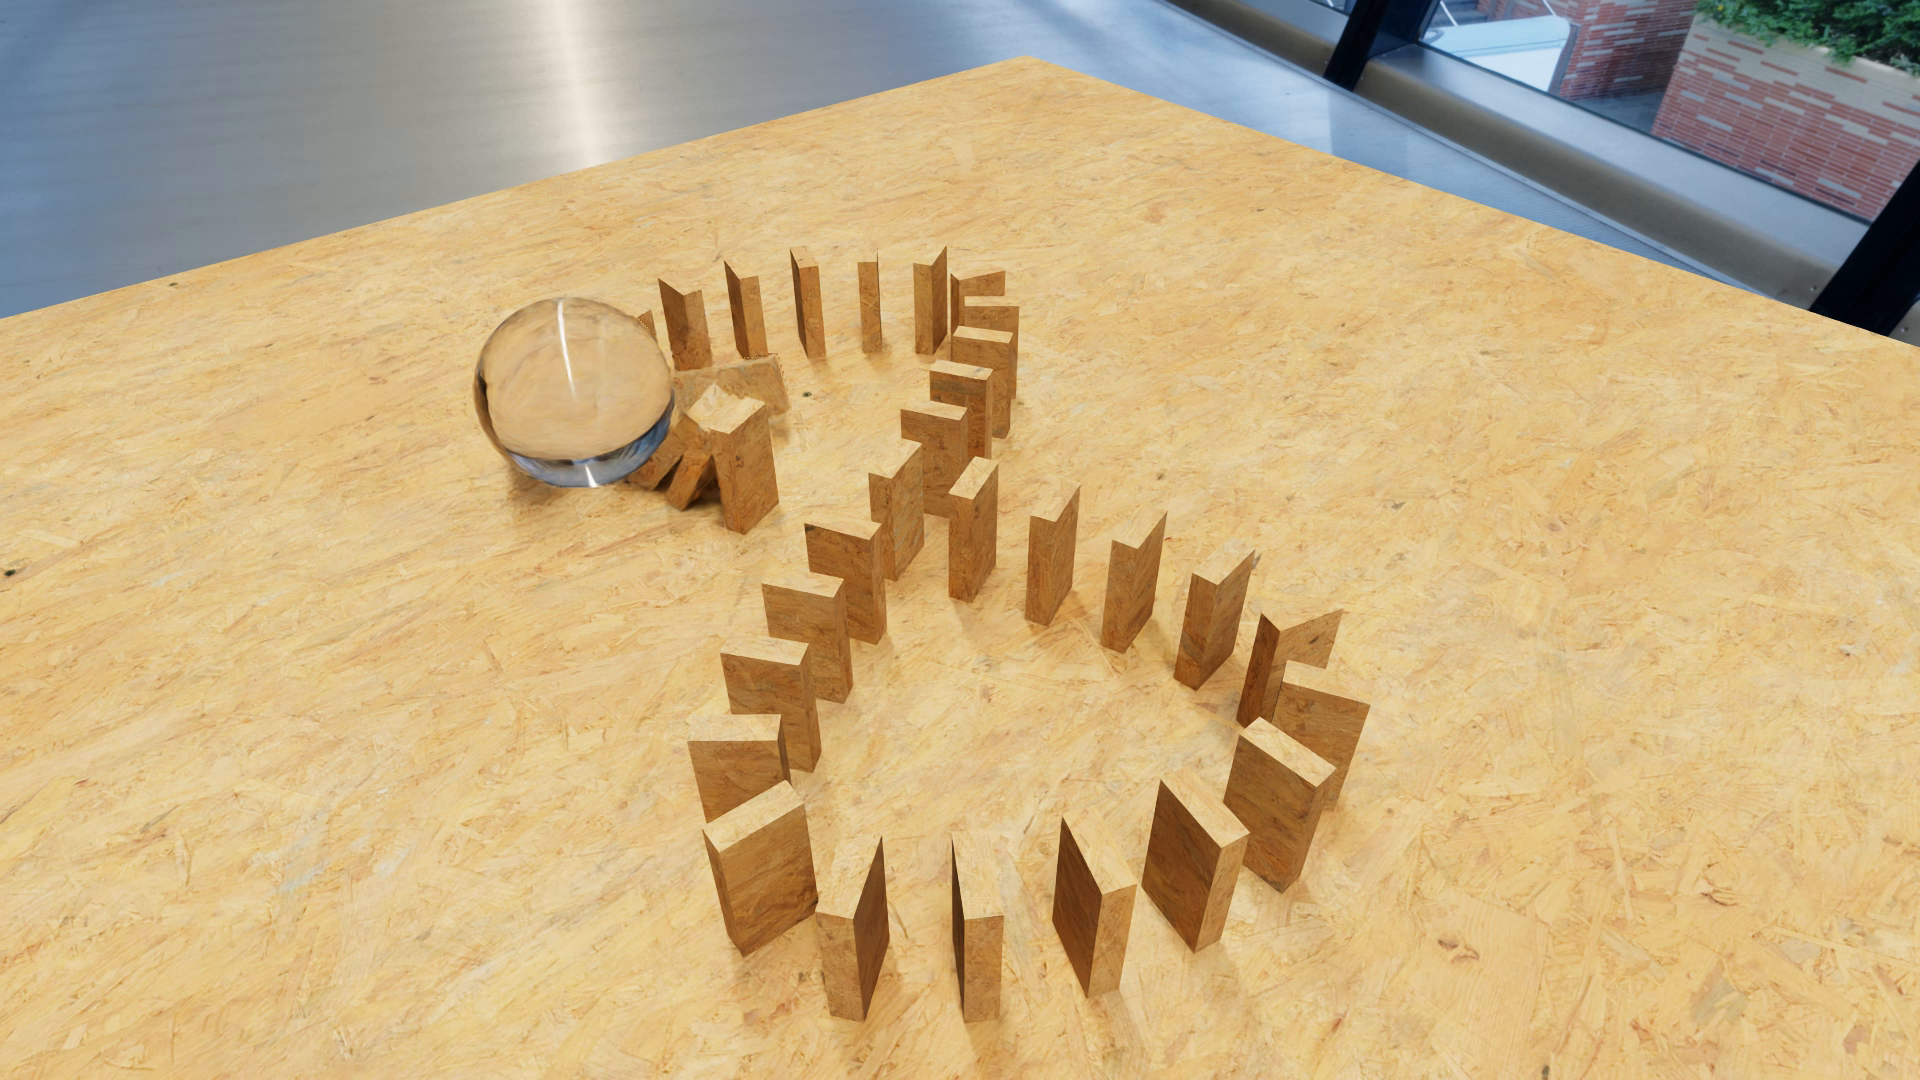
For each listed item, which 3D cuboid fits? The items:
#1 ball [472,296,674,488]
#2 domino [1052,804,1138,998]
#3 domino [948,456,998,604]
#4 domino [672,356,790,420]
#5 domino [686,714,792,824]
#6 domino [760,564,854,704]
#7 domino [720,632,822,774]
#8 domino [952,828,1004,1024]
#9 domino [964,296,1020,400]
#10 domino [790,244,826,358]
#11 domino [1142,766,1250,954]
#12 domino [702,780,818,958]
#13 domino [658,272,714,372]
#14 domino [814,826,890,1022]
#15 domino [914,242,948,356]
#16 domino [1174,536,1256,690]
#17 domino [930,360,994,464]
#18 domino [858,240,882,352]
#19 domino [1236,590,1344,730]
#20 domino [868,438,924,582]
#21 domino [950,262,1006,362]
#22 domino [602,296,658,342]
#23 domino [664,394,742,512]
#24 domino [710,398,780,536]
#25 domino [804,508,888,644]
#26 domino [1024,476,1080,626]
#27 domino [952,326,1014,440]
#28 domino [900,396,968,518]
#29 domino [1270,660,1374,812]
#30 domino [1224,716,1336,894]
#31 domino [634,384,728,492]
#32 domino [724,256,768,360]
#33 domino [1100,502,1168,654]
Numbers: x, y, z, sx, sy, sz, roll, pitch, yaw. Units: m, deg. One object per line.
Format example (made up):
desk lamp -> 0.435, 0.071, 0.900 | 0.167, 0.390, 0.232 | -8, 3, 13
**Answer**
ball -> -0.162, -0.062, 0.463 | 0.080, 0.080, 0.080 | 0, 39, 0
domino -> 0.035, 0.097, 0.293 | 0.009, 0.050, 0.025 | -12, 41, -14
domino -> 0.005, -0.003, 0.416 | 0.010, 0.050, 0.025 | 15, 42, 18
domino -> -0.106, -0.067, 0.503 | 0.050, 0.025, 0.010 | -8, 24, 12
domino -> -0.063, 0.072, 0.324 | 0.025, 0.050, 0.010 | 0, 39, 0
domino -> -0.051, 0.033, 0.372 | 0.025, 0.050, 0.009 | 11, 40, 13
domino -> -0.059, 0.052, 0.348 | 0.025, 0.050, 0.010 | 8, 40, 10
domino -> 0.004, 0.101, 0.288 | 0.010, 0.050, 0.025 | -5, 40, -6
domino -> 0.015, -0.091, 0.522 | 0.025, 0.050, 0.009 | 0, 39, 0
domino -> -0.077, -0.121, 0.559 | 0.009, 0.050, 0.025 | -11, 41, -13
domino -> 0.064, 0.089, 0.303 | 0.009, 0.050, 0.025 | -20, 43, -22
domino -> -0.054, 0.091, 0.301 | 0.025, 0.050, 0.009 | -26, 46, -28
domino -> -0.133, -0.102, 0.536 | 0.009, 0.050, 0.025 | -28, 47, -30
domino -> -0.027, 0.101, 0.288 | 0.009, 0.050, 0.025 | 8, 40, 10
domino -> -0.015, -0.123, 0.561 | 0.009, 0.050, 0.025 | 11, 41, 13
domino -> 0.088, 0.026, 0.380 | 0.010, 0.050, 0.025 | 29, 47, 31
domino -> 0.001, -0.052, 0.475 | 0.025, 0.050, 0.009 | 13, 41, 15
domino -> -0.046, -0.125, 0.564 | 0.009, 0.050, 0.025 | -2, 39, -2
domino -> 0.108, 0.041, 0.361 | 0.025, 0.050, 0.009 | -17, 42, -19
domino -> -0.024, -0.011, 0.425 | 0.010, 0.050, 0.025 | 16, 42, 19
domino -> 0.009, -0.110, 0.546 | 0.025, 0.050, 0.009 | -17, 42, -20
domino -> -0.154, -0.087, 0.518 | 0.025, 0.050, 0.010 | 20, 43, 23
domino -> -0.105, -0.036, 0.456 | 0.010, 0.050, 0.025 | 37, 45, -3
domino -> -0.087, -0.030, 0.448 | 0.010, 0.050, 0.025 | 18, 43, 20
domino -> -0.040, 0.014, 0.395 | 0.025, 0.050, 0.009 | 14, 41, 17
domino -> 0.034, 0.005, 0.406 | 0.010, 0.050, 0.025 | 16, 42, 19
domino -> 0.010, -0.071, 0.498 | 0.025, 0.050, 0.010 | 10, 40, 11
domino -> -0.010, -0.033, 0.452 | 0.025, 0.050, 0.010 | 13, 41, 15
domino -> 0.108, 0.061, 0.337 | 0.025, 0.050, 0.010 | 14, 41, 16
domino -> 0.090, 0.077, 0.317 | 0.009, 0.050, 0.025 | -30, 48, -32
domino -> -0.119, -0.043, 0.469 | 0.010, 0.050, 0.025 | 41, 40, -14
domino -> -0.107, -0.113, 0.550 | 0.010, 0.050, 0.025 | -18, 43, -20
domino -> 0.062, 0.014, 0.394 | 0.010, 0.050, 0.025 | 22, 44, 24
